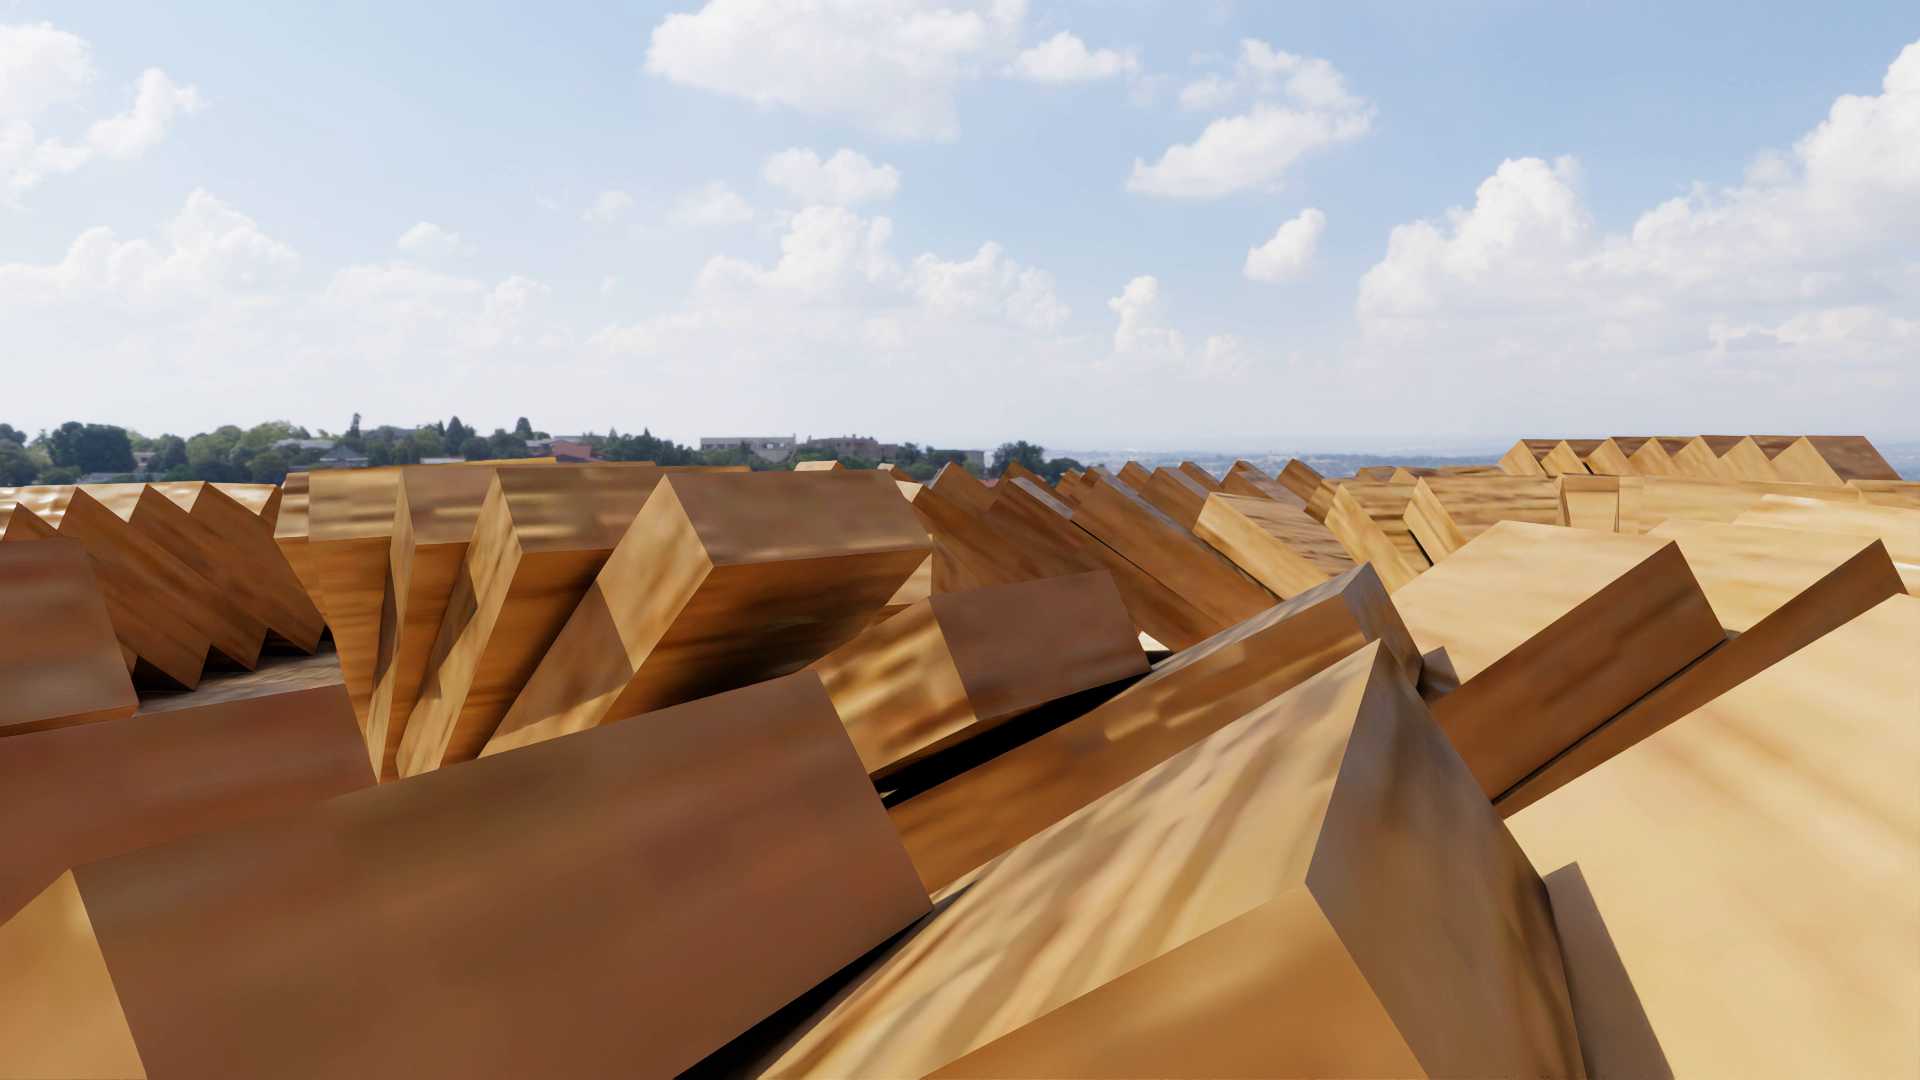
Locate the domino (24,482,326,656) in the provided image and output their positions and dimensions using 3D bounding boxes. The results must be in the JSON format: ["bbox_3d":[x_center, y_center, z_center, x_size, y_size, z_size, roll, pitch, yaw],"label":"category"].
[{"bbox_3d":[-0.144,0.007,0.237,0.025,0.010,0.050,-1,-29,13],"label":"domino"}]

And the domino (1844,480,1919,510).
[{"bbox_3d":[0.173,0.008,0.214,0.025,0.010,0.050,1,38,-5],"label":"domino"}]

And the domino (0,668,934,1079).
[{"bbox_3d":[-0.028,0.022,0.046,0.050,0.009,0.025,-33,-12,26],"label":"domino"}]

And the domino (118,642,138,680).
[{"bbox_3d":[-0.143,0.011,0.180,0.025,0.009,0.050,-2,-28,-3],"label":"domino"}]

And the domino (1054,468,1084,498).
[{"bbox_3d":[0.052,-0.004,0.393,0.050,0.010,0.025,33,8,4],"label":"domino"}]

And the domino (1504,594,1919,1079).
[{"bbox_3d":[0.013,0.021,0.038,0.050,0.009,0.025,-35,0,11],"label":"domino"}]

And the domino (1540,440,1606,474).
[{"bbox_3d":[0.179,-0.005,0.340,0.025,0.050,0.010,-2,-37,-28],"label":"domino"}]

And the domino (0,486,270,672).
[{"bbox_3d":[-0.146,0.008,0.219,0.025,0.009,0.050,-1,-29,8],"label":"domino"}]

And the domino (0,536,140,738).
[{"bbox_3d":[-0.064,0.019,0.064,0.050,0.010,0.025,-41,-20,32],"label":"domino"}]

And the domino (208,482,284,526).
[{"bbox_3d":[-0.135,0.005,0.277,0.025,0.010,0.050,3,-27,32],"label":"domino"}]

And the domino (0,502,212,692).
[{"bbox_3d":[-0.144,0.010,0.201,0.025,0.009,0.050,0,-28,2],"label":"domino"}]

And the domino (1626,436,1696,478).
[{"bbox_3d":[0.190,-0.003,0.317,0.025,0.050,0.009,-2,-35,-28],"label":"domino"}]

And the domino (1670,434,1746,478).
[{"bbox_3d":[0.195,-0.003,0.306,0.025,0.050,0.009,-2,-35,-28],"label":"domino"}]

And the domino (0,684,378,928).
[{"bbox_3d":[-0.049,0.022,0.055,0.050,0.010,0.025,-32,-14,32],"label":"domino"}]

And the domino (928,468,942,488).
[{"bbox_3d":[0.013,-0.005,0.392,0.050,0.010,0.025,32,2,-3],"label":"domino"}]

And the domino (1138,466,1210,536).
[{"bbox_3d":[0.069,0.000,0.320,0.050,0.010,0.025,38,14,14],"label":"domino"}]

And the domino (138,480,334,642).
[{"bbox_3d":[-0.142,0.005,0.256,0.025,0.010,0.050,0,-29,21],"label":"domino"}]

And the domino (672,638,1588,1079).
[{"bbox_3d":[-0.007,0.022,0.039,0.050,0.009,0.025,-34,-8,20],"label":"domino"}]

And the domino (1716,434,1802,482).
[{"bbox_3d":[0.200,-0.002,0.294,0.025,0.050,0.009,-2,-35,-29],"label":"domino"}]

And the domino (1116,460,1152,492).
[{"bbox_3d":[0.070,-0.006,0.392,0.050,0.009,0.025,37,11,9],"label":"domino"}]

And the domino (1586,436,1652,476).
[{"bbox_3d":[0.185,-0.004,0.328,0.025,0.050,0.010,-2,-35,-28],"label":"domino"}]

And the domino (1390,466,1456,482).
[{"bbox_3d":[0.124,0.002,0.297,0.025,0.009,0.050,0,37,-43],"label":"domino"}]

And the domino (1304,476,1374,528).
[{"bbox_3d":[0.110,0.002,0.307,0.025,0.010,0.050,-5,38,-48],"label":"domino"}]

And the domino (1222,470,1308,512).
[{"bbox_3d":[0.088,0.001,0.315,0.050,0.010,0.025,38,19,20],"label":"domino"}]

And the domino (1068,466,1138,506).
[{"bbox_3d":[0.052,0.000,0.323,0.050,0.010,0.025,37,11,9],"label":"domino"}]

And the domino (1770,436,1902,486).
[{"bbox_3d":[0.205,-0.001,0.283,0.025,0.050,0.009,-2,-35,-29],"label":"domino"}]

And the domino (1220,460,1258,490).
[{"bbox_3d":[0.103,-0.005,0.386,0.050,0.010,0.025,39,14,14],"label":"domino"}]

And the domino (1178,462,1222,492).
[{"bbox_3d":[0.087,-0.005,0.389,0.050,0.010,0.025,38,12,11],"label":"domino"}]

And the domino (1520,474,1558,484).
[{"bbox_3d":[0.140,0.004,0.282,0.025,0.010,0.050,-2,38,-30],"label":"domino"}]

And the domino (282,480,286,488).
[{"bbox_3d":[-0.127,0.003,0.291,0.025,0.010,0.050,2,-28,33],"label":"domino"}]

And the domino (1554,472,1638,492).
[{"bbox_3d":[0.149,0.004,0.268,0.025,0.010,0.050,1,37,-26],"label":"domino"}]
